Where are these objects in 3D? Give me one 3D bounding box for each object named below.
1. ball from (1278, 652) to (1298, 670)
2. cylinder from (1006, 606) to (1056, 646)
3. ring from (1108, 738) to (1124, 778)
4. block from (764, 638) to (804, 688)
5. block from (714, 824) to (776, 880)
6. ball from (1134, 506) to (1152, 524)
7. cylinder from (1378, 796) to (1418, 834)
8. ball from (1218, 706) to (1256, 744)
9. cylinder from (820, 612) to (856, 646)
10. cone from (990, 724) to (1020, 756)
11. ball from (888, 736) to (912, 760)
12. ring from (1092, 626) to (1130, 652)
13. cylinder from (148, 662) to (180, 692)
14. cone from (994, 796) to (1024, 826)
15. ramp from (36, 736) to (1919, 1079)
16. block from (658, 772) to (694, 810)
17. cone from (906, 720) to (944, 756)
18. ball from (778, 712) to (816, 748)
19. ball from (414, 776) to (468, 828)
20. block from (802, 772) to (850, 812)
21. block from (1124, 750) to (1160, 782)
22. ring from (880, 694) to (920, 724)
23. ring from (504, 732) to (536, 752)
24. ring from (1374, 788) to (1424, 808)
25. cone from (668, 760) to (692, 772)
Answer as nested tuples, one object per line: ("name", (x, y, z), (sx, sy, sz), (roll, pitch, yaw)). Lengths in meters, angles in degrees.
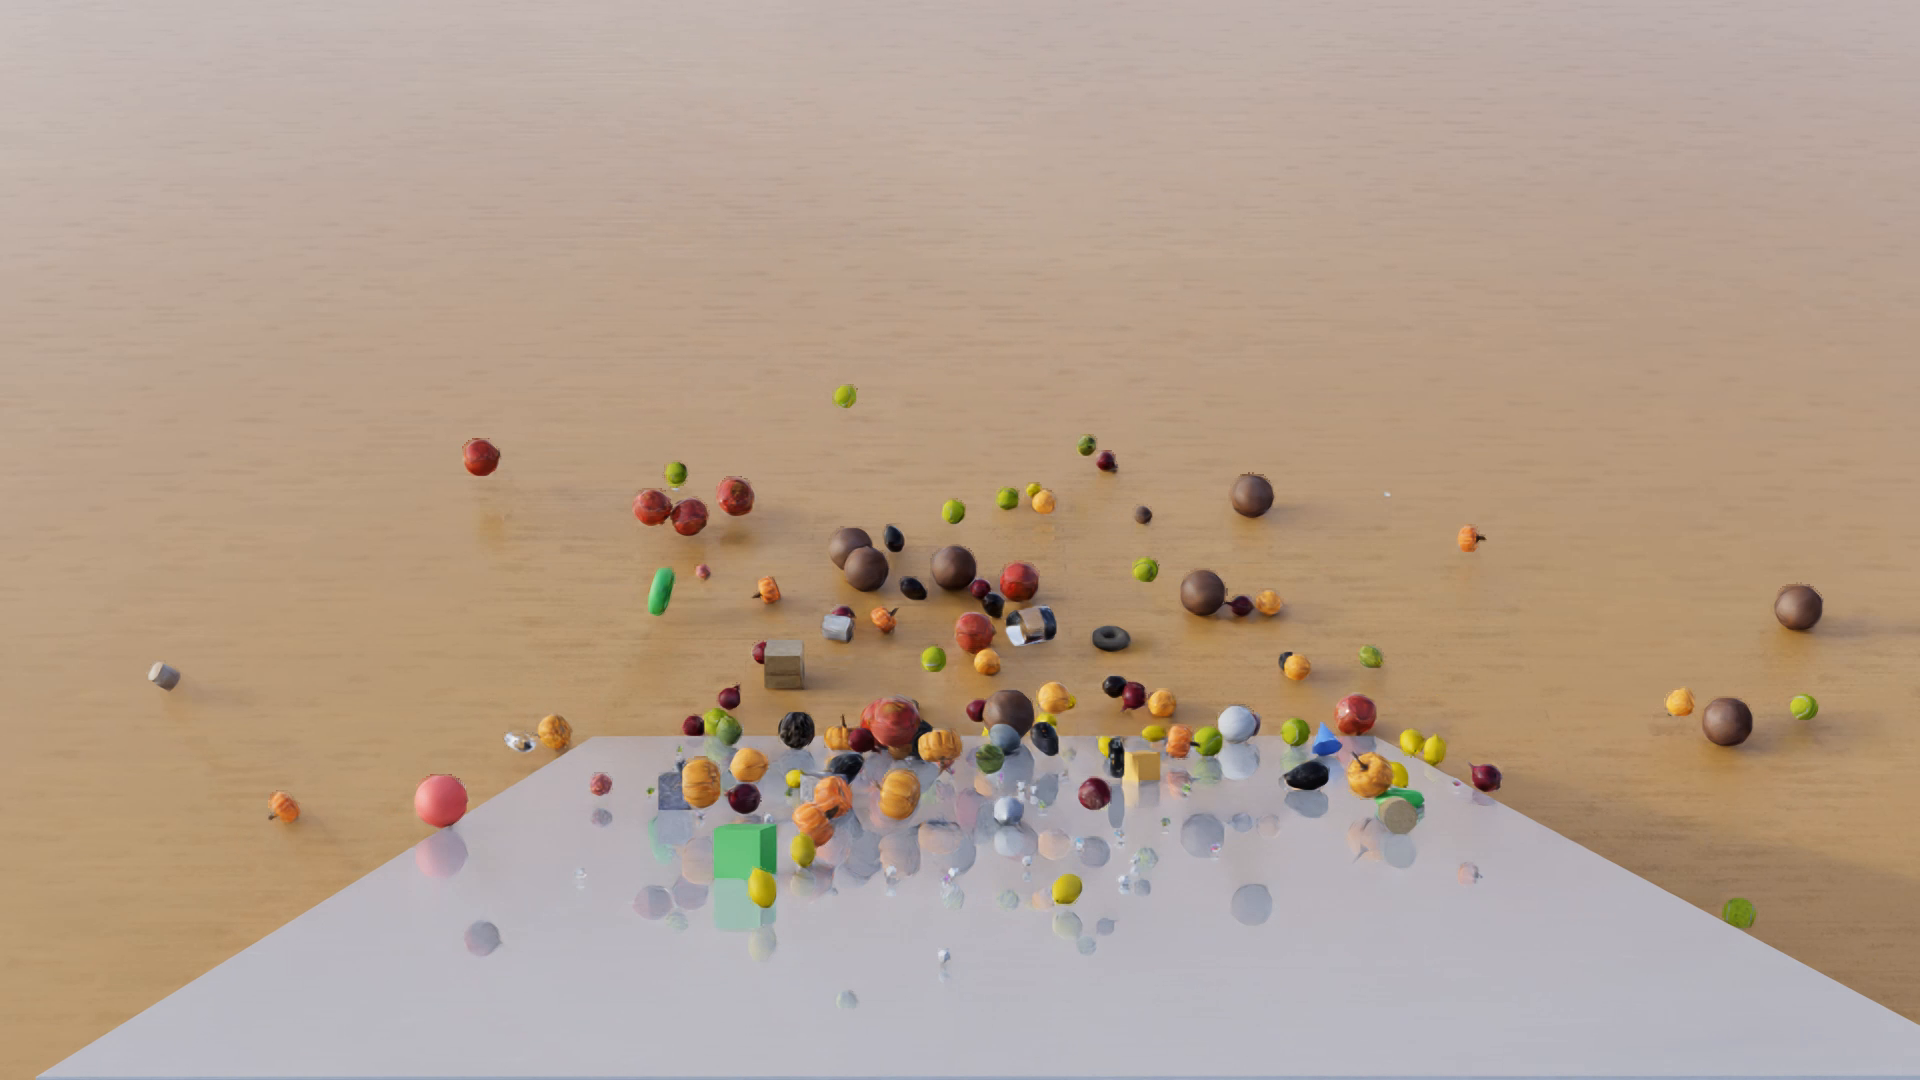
("ball", (0.896, 0.332, 7.061), (0.052, 0.052, 0.052), (0, 28, 0))
("cylinder", (0.198, 0.238, 7.168), (0.100, 0.100, 0.100), (-9, 29, -32))
("ring", (0.331, 0.461, 5.464), (0.029, 0.087, 0.087), (-3, 28, 2))
("block", (-0.475, 0.335, 6.997), (0.099, 0.099, 0.099), (1, 24, 2))
("block", (-0.338, 0.489, 4.066), (0.077, 0.077, 0.077), (0, 1, 16))
("ball", (0.553, -0.075, 7.814), (0.055, 0.055, 0.055), (0, 28, 0))
("cylinder", (0.782, 0.491, 4.612), (0.060, 0.060, 0.060), (0, 1, 0))
("ball", (0.686, 0.457, 6.401), (0.093, 0.093, 0.093), (0, 28, 0))
("cylinder", (-0.339, 0.245, 7.184), (0.070, 0.070, 0.070), (28, 35, 11))
("cone", (0.092, 0.489, 6.122), (0.079, 0.079, 0.079), (11, 31, 19))
("ball", (-0.138, 0.480, 5.972), (0.056, 0.056, 0.056), (0, 28, 0))
("ring", (0.420, 0.274, 7.186), (0.106, 0.035, 0.106), (1, 28, -1))
("cylinder", (-2.140, 0.366, 6.950), (0.059, 0.059, 0.059), (-29, 41, 29))
("cone", (0.086, 0.498, 4.675), (0.054, 0.054, 0.054), (2, 10, 4))
("ramp", (0.064, 0.572, 4.614), (2.000, 0.100, 4.000), (0, 1, 0))
("block", (-0.550, 0.486, 5.001), (0.065, 0.065, 0.065), (0, 1, -6))
("cone", (-0.067, 0.475, 6.015), (0.087, 0.087, 0.087), (-23, 29, -36))
("ball", (-0.396, 0.461, 6.277), (0.089, 0.089, 0.089), (0, 28, 0))
("ball", (-0.943, 0.475, 4.697), (0.095, 0.095, 0.095), (0, 28, 0))
("block", (-0.260, 0.486, 4.976), (0.066, 0.066, 0.066), (0, 1, -38))
("block", (0.390, 0.484, 5.536), (0.058, 0.058, 0.058), (0, 1, -29))
("ring", (-0.161, 0.449, 6.861), (0.107, 0.036, 0.107), (0, 30, 0))
("ring", (-1.137, 0.521, 6.677), (0.083, 0.028, 0.083), (20, 14, -5))
("ring", (0.852, 0.502, 5.012), (0.094, 0.031, 0.094), (0, 2, 0))
("cone", (-0.582, 0.502, 5.450), (0.052, 0.052, 0.052), (-9, 49, -17))
